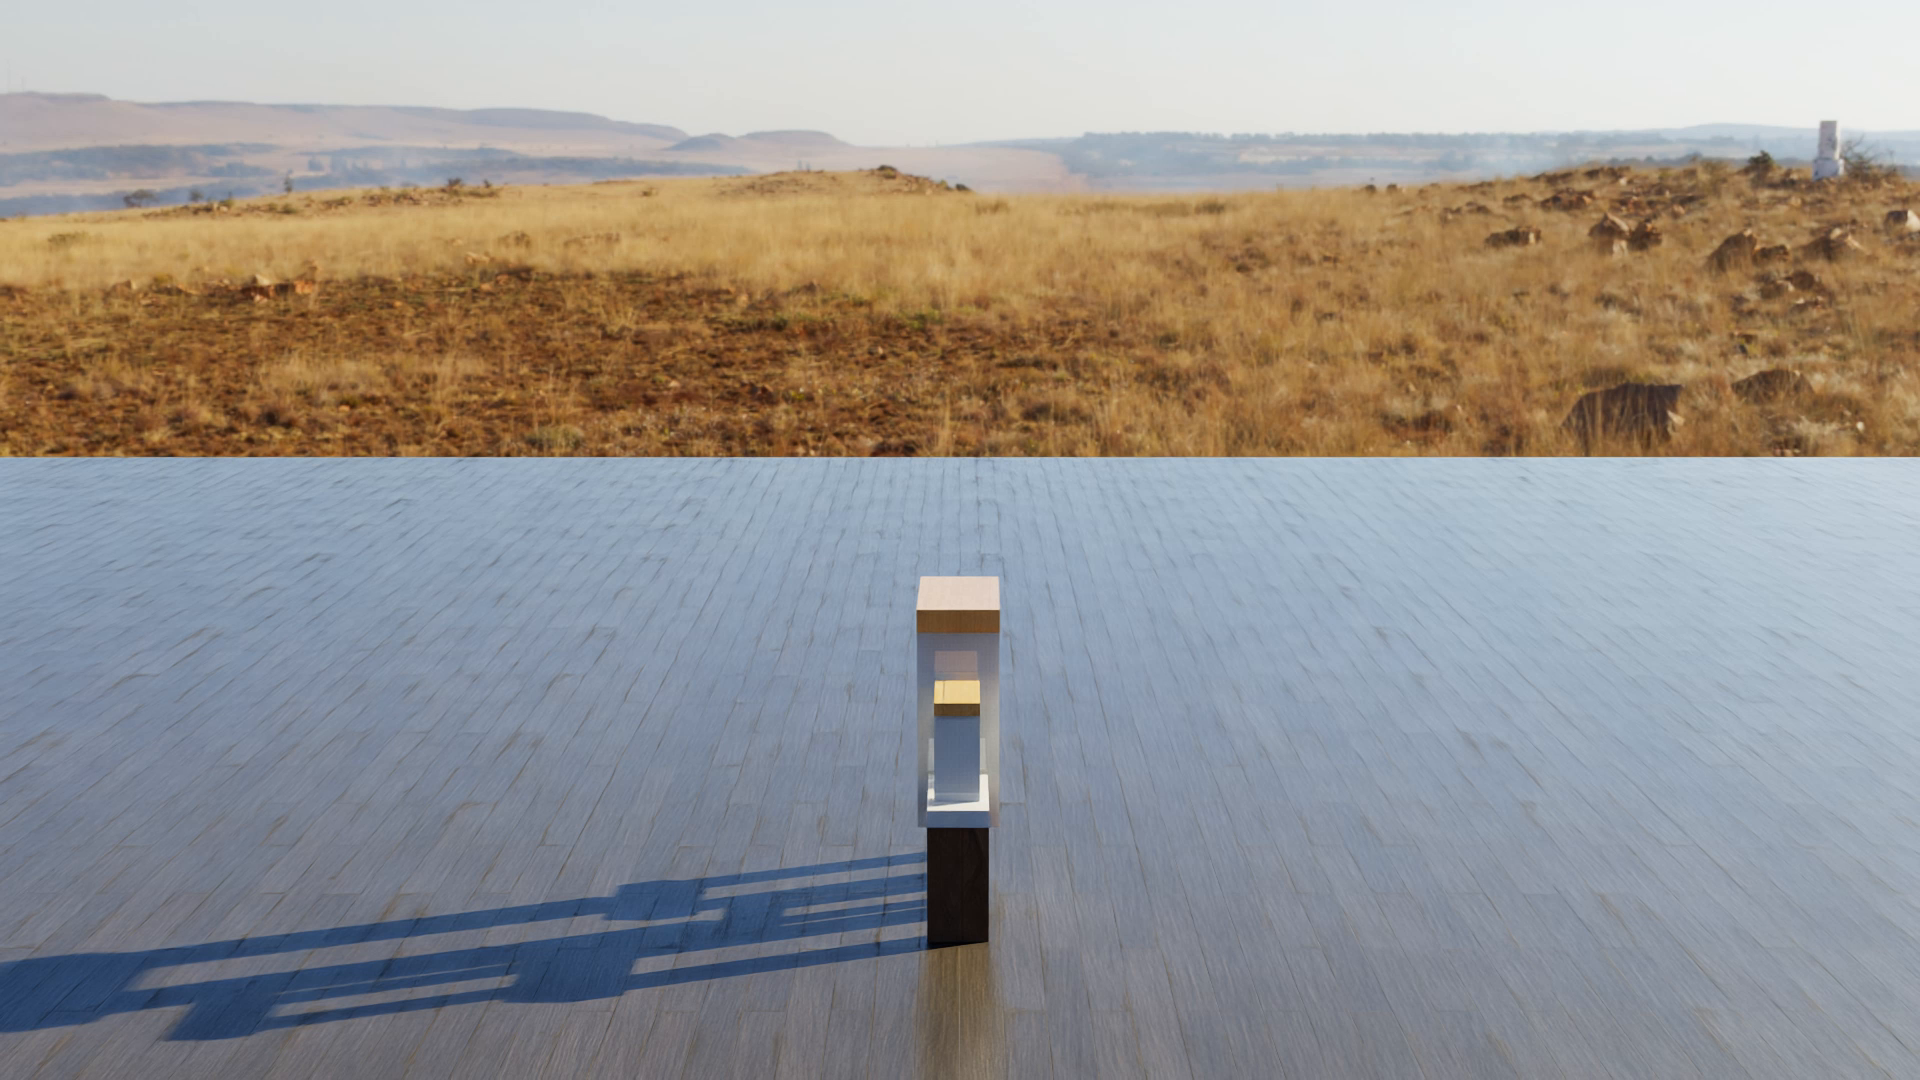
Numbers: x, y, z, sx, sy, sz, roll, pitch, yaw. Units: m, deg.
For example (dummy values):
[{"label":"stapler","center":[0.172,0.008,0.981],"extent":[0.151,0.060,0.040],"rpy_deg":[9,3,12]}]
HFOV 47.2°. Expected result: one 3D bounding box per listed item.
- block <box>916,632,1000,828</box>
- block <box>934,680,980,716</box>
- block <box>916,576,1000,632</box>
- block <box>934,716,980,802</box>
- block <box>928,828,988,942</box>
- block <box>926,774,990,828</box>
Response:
[{"label":"block","center":[-0.003,0.305,3.601],"extent":[0.134,0.333,0.038],"rpy_deg":[0,11,0]},{"label":"block","center":[-0.004,0.249,3.468],"extent":[0.071,0.020,0.142],"rpy_deg":[0,11,0]},{"label":"block","center":[-0.002,0.106,3.655],"extent":[0.134,0.038,0.267],"rpy_deg":[0,10,1]},{"label":"block","center":[-0.005,0.337,3.436],"extent":[0.071,0.142,0.020],"rpy_deg":[0,11,0]},{"label":"block","center":[-0.003,0.533,3.447],"extent":[0.096,0.193,0.027],"rpy_deg":[0,11,0]},{"label":"block","center":[-0.003,0.414,3.490],"extent":[0.096,0.027,0.193],"rpy_deg":[0,11,0]}]
